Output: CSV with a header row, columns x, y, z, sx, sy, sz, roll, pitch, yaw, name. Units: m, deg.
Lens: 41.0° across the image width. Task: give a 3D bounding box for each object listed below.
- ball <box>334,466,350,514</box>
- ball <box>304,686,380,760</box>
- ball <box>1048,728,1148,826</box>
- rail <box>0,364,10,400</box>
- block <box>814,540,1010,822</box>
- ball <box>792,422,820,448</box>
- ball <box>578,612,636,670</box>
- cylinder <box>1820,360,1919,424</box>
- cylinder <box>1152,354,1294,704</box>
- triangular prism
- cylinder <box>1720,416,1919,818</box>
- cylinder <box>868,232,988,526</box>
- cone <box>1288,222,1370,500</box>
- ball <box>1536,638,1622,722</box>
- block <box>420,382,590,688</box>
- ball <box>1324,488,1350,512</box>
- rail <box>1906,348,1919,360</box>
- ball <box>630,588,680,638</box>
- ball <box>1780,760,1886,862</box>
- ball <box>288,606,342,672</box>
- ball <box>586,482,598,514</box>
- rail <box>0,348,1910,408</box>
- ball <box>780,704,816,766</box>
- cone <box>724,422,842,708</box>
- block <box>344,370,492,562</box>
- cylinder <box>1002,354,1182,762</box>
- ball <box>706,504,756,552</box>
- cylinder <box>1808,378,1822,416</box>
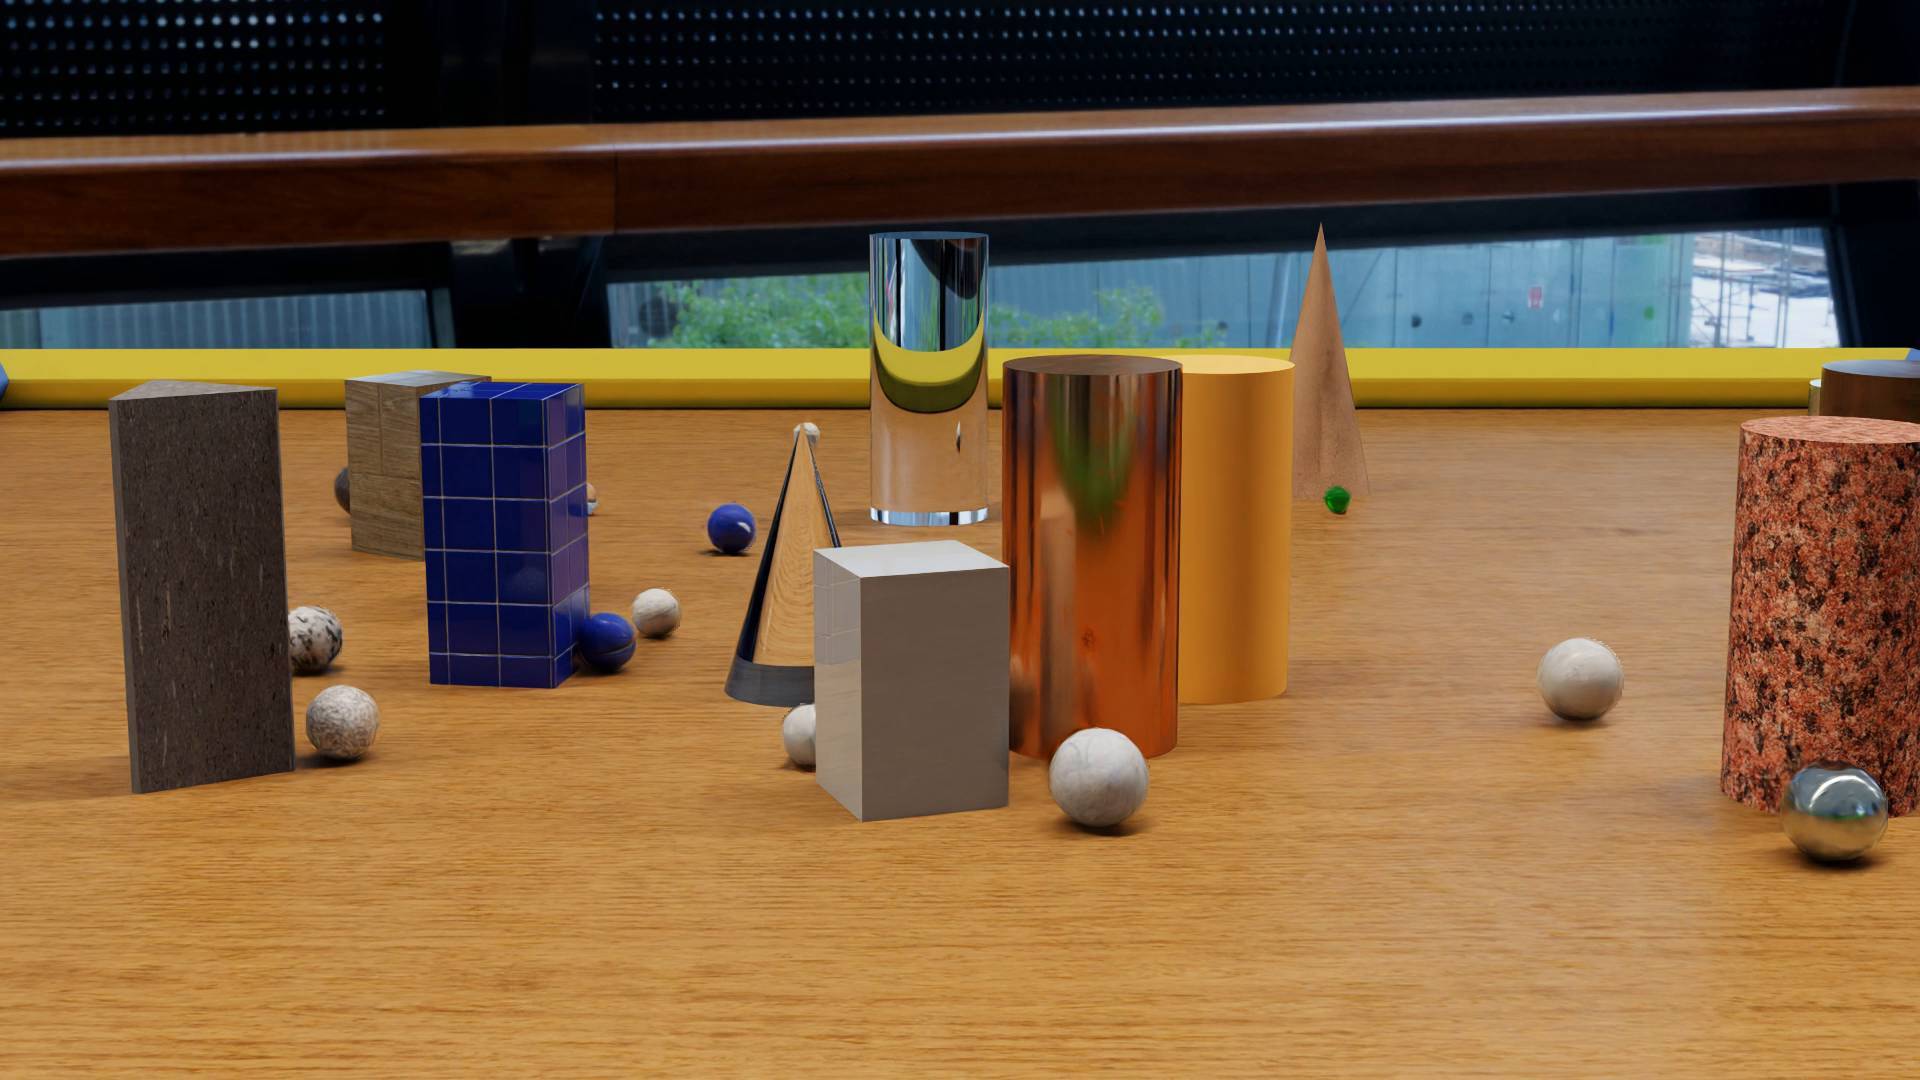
x,y,z,sx,sy,sz,roll,pitch,yaw,name
-0.961,-0.081,4.143,0.095,0.095,0.095,0,11,0,ball
-0.653,0.193,2.716,0.078,0.078,0.078,0,11,0,ball
0.133,0.229,2.475,0.096,0.096,0.096,0,11,0,ball
-2.023,0.034,3.438,0.045,0.124,4.141,0,11,0,rail
-0.050,0.137,2.566,0.153,0.243,0.153,-4,11,-20,block
-0.293,-0.199,4.893,0.051,0.051,0.051,0,11,0,ball
-0.428,0.123,3.114,0.070,0.070,0.070,0,11,0,ball
1.126,-0.023,3.086,0.191,0.368,0.191,0,11,0,cylinder
0.292,-0.017,3.011,0.191,0.382,0.191,0,11,0,cylinder
-0.801,0.040,2.656,0.166,0.400,0.143,-7,12,-32,triangular prism
0.867,0.074,2.556,0.191,0.371,0.191,0,11,0,cylinder
-0.050,-0.263,4.137,0.191,0.455,0.191,0,11,0,cylinder
0.611,-0.312,4.383,0.191,0.461,0.191,0,11,0,cone
0.693,0.156,2.873,0.093,0.093,0.093,0,11,0,ball
-0.542,-0.009,3.078,0.153,0.343,0.153,2,11,8,block
0.618,-0.066,4.208,0.041,0.041,0.041,0,11,0,ball
2.023,0.030,3.461,0.045,0.124,4.141,0,11,0,rail
-0.391,0.093,3.293,0.062,0.062,0.062,0,11,0,ball
0.806,0.250,2.368,0.094,0.094,0.094,0,11,0,ball
-0.788,0.119,3.107,0.079,0.079,0.079,0,11,0,ball
-0.616,-0.067,4.176,0.055,0.055,0.055,0,11,0,ball
-0.012,-0.343,5.462,4.093,0.124,0.045,0,11,0,rail
-0.156,0.204,2.693,0.064,0.064,0.064,0,11,0,ball
-0.183,0.017,2.999,0.191,0.320,0.191,0,11,0,cone
-0.812,-0.115,3.872,0.153,0.261,0.153,7,13,34,block
0.140,0.016,2.755,0.191,0.411,0.191,0,11,0,cylinder
-0.344,-0.018,3.860,0.074,0.074,0.074,0,11,0,ball
1.273,-0.072,3.566,0.191,0.288,0.191,0,11,0,cylinder
